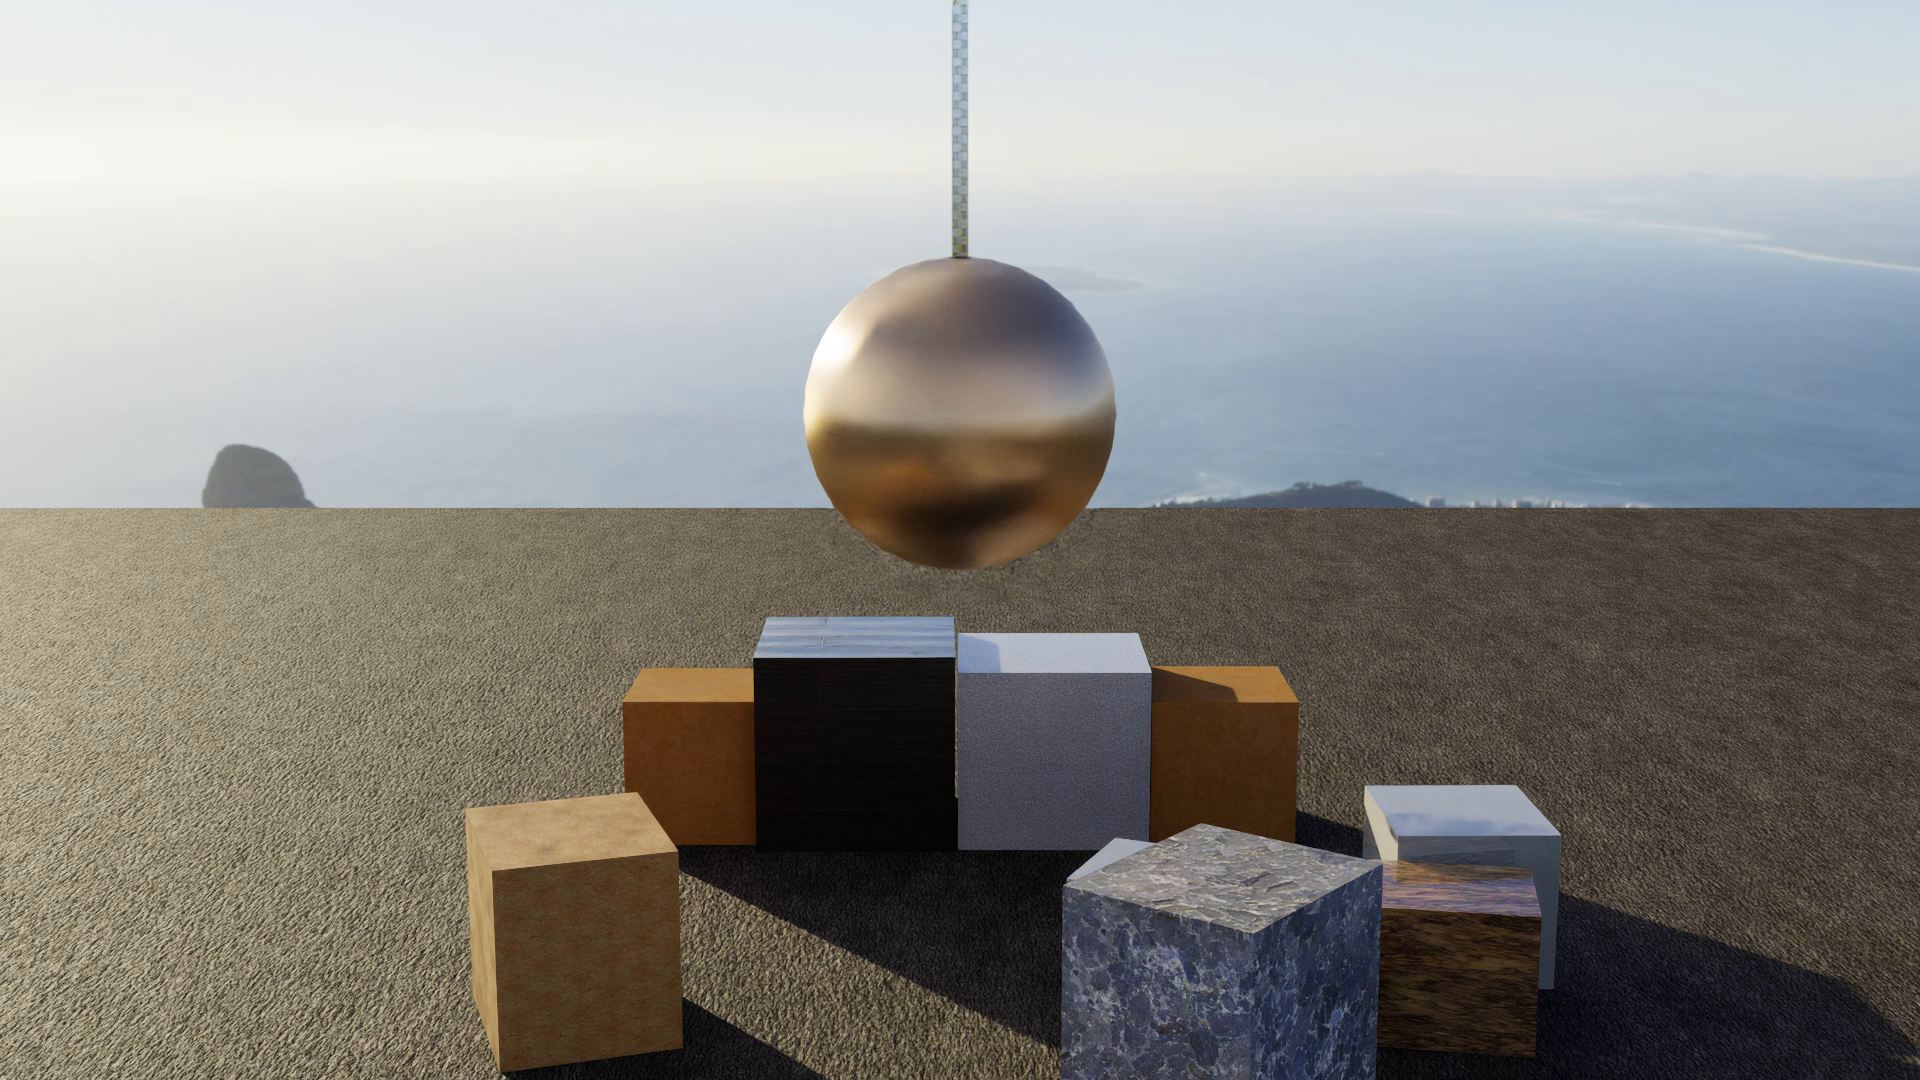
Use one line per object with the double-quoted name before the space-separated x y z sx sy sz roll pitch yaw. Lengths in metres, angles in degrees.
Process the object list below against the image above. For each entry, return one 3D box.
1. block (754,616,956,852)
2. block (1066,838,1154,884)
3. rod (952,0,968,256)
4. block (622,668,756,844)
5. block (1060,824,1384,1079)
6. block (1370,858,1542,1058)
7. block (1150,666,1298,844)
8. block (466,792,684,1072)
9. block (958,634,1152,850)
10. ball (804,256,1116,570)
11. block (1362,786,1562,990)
"block" -0.525 0.984 11.364 0.993 0.997 0.940 0 10 -1
"block" 0.828 1.621 9.085 0.610 0.561 0.580 5 11 23
"rod" 0.000 -3.973 10.537 0.080 5.200 0.080 0 12 0
"block" -1.355 1.110 11.382 0.657 0.745 0.706 0 10 0
"block" 0.957 1.646 8.012 0.782 0.895 0.922 8 13 37
"block" 1.963 1.664 8.815 0.647 0.572 0.587 2 10 10
"block" 1.320 1.108 11.368 0.729 0.752 0.759 0 10 0
"block" -1.556 1.546 8.814 0.709 0.805 0.825 -4 11 -19
"block" 0.469 1.026 11.372 0.958 0.913 0.884 0 10 0
"ball" 0.000 -0.647 11.245 1.600 1.600 1.600 0 10 0
"block" 2.145 1.488 9.503 0.676 0.672 0.718 0 10 -1
